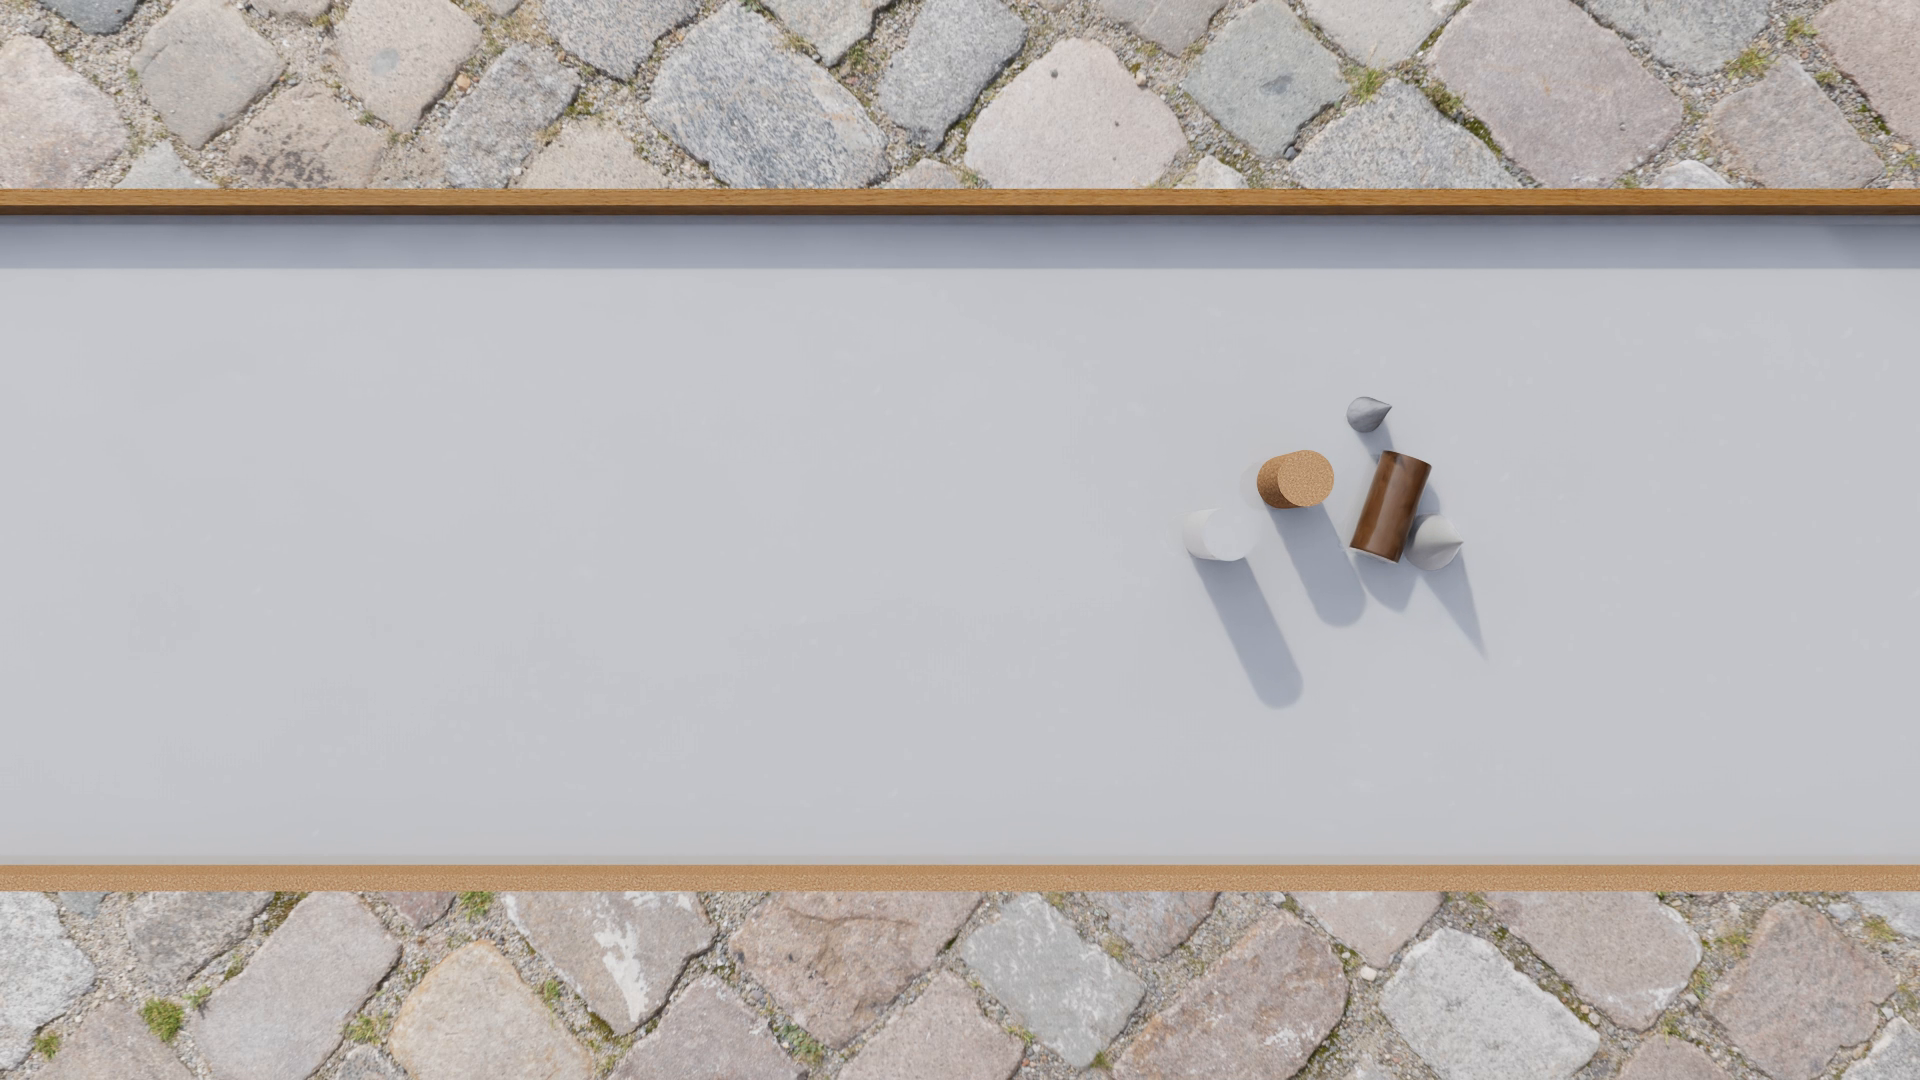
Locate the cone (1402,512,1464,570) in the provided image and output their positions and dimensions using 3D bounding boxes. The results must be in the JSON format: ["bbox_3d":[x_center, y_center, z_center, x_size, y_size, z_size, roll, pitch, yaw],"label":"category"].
[{"bbox_3d":[1.446,0.005,4.904,0.177,0.346,0.177,0,90,0],"label":"cone"}]

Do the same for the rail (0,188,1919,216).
[{"bbox_3d":[-2.247,-1.025,5.002,12.000,0.150,0.050,0,90,0],"label":"rail"}]

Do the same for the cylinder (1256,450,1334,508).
[{"bbox_3d":[0.995,-0.178,4.911,0.164,0.331,0.164,0,90,0],"label":"cylinder"}]

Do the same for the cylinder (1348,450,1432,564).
[{"bbox_3d":[1.304,-0.099,4.999,0.155,0.155,0.311,19,90,0],"label":"cylinder"}]

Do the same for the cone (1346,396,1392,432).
[{"bbox_3d":[1.246,-0.386,4.912,0.111,0.328,0.111,0,90,0],"label":"cone"}]

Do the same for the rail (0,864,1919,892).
[{"bbox_3d":[-2.247,1.025,5.001,12.000,0.150,0.050,0,90,0],"label":"rail"}]

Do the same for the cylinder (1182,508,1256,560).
[{"bbox_3d":[0.761,-0.017,4.869,0.153,0.416,0.153,0,90,0],"label":"cylinder"}]
